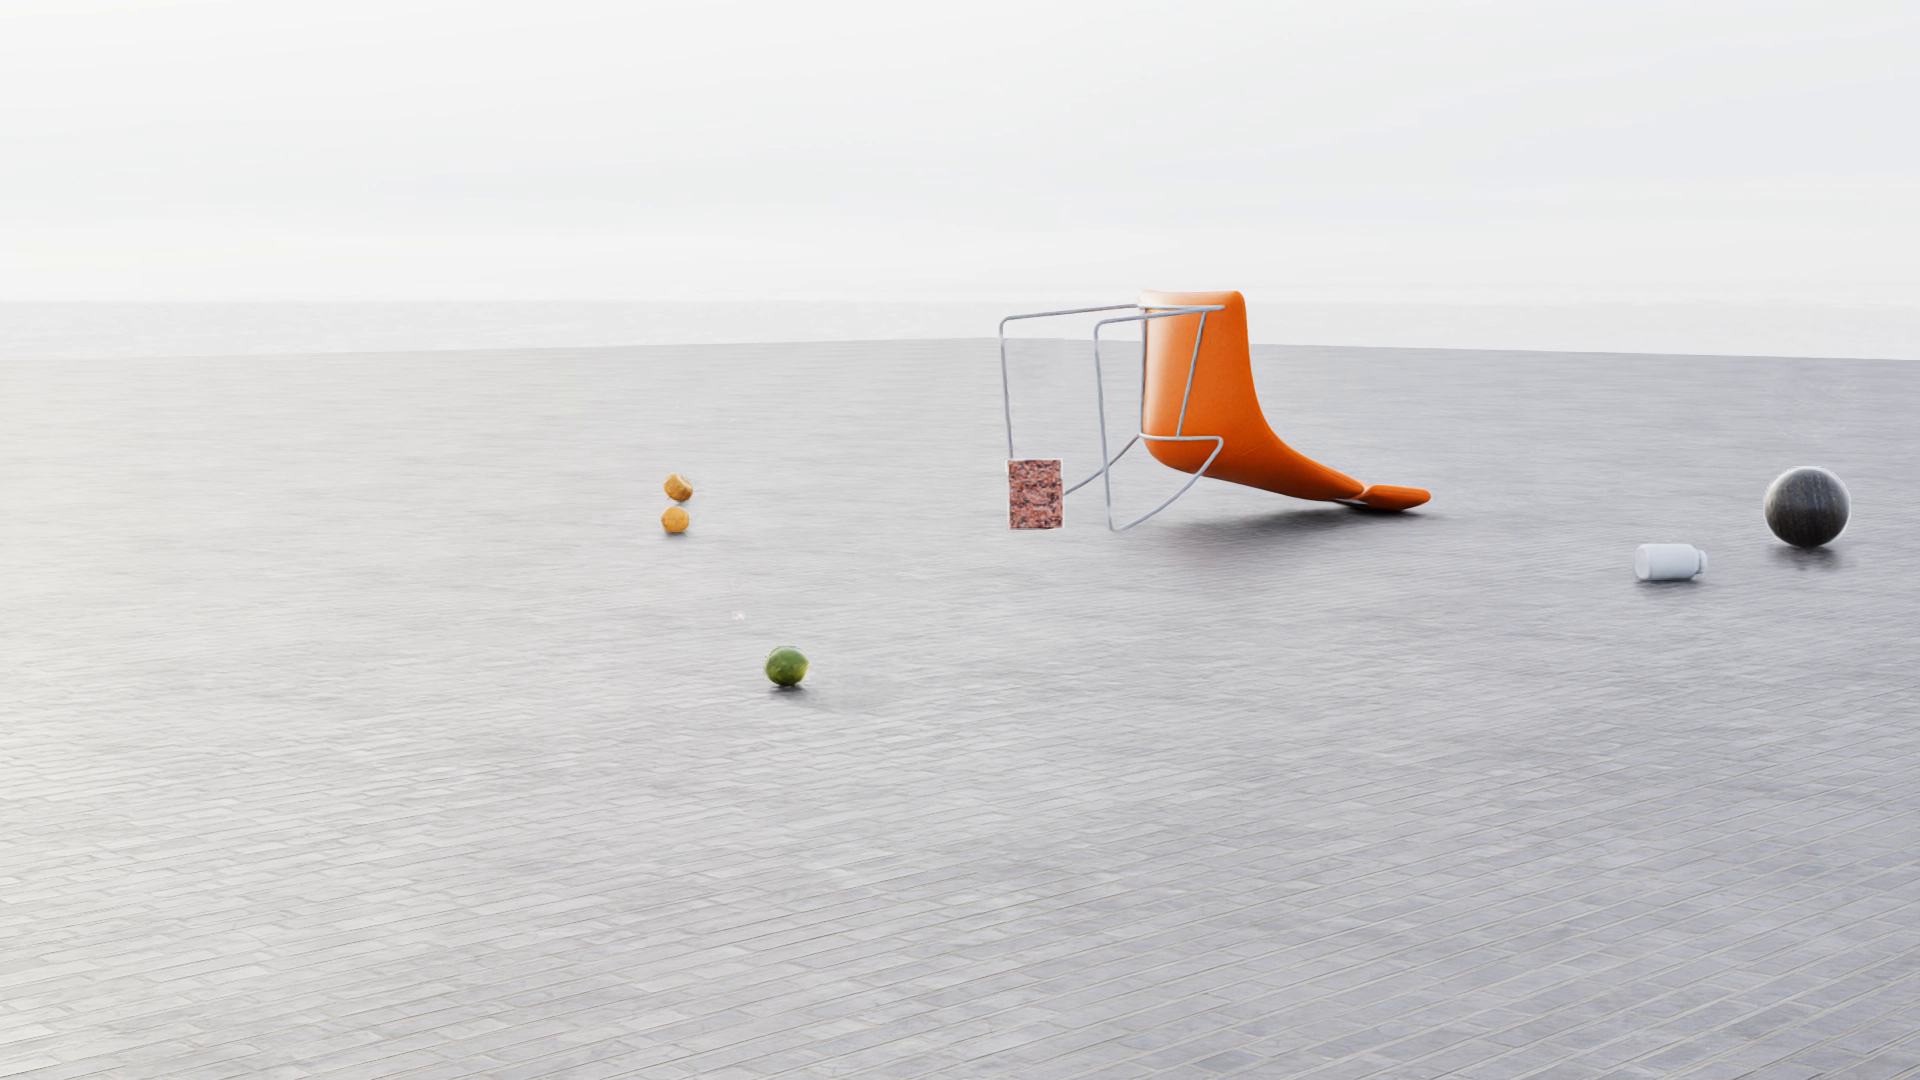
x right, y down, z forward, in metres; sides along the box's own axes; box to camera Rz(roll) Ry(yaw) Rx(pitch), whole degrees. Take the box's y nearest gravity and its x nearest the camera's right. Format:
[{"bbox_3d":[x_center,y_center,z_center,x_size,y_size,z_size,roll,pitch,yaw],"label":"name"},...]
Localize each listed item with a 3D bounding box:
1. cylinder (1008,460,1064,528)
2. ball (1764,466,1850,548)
[{"bbox_3d":[0.184,-0.112,6.246,0.138,0.163,0.088,-1,-1,-24],"label":"cylinder"},{"bbox_3d":[2.054,-0.080,6.223,0.197,0.197,0.197,0,6,0],"label":"ball"}]
